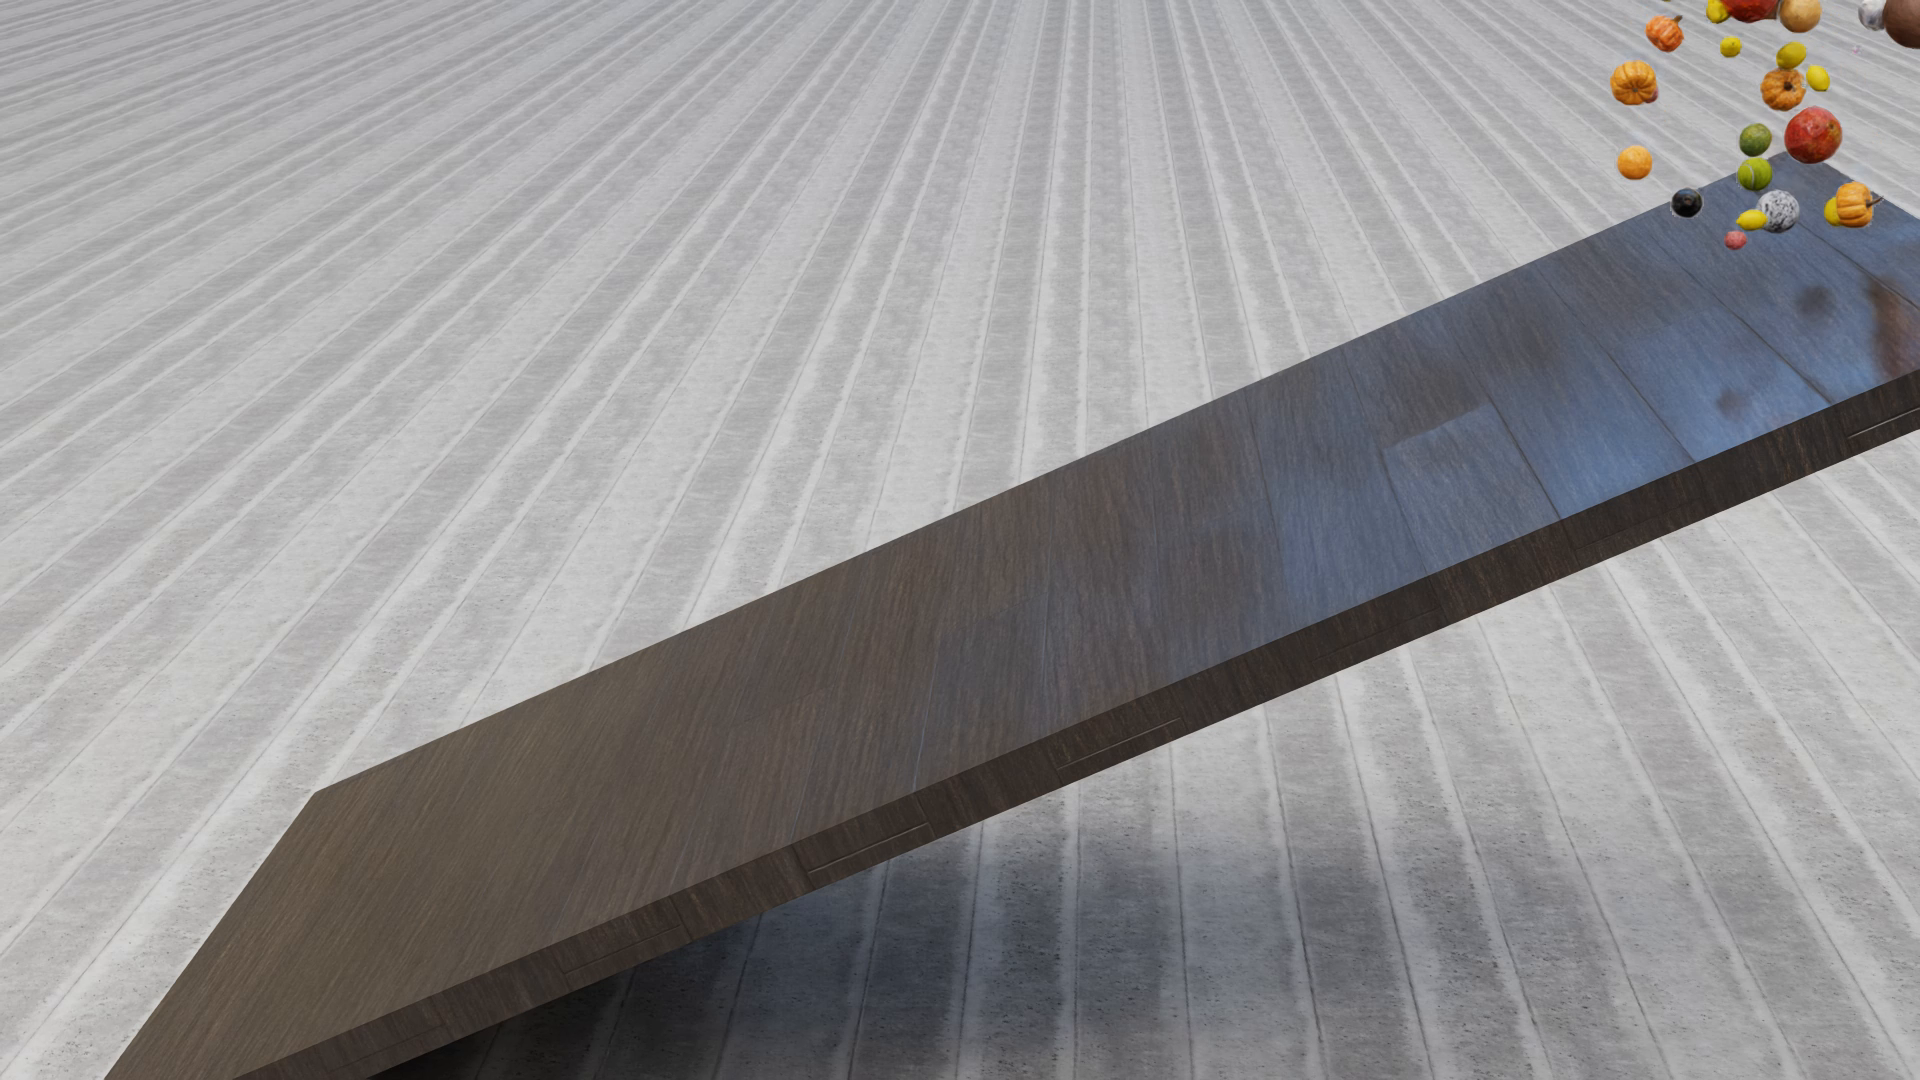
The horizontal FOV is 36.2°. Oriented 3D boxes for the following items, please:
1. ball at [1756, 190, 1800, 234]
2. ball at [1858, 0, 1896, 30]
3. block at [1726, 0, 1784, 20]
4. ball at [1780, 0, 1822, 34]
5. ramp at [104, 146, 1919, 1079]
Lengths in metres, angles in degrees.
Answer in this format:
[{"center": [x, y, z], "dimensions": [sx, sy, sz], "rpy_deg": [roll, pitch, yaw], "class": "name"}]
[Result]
[{"center": [1.662, -0.667, 5.981], "dimensions": [0.088, 0.088, 0.088], "rpy_deg": [0, 15, 0], "class": "ball"}, {"center": [1.733, -0.997, 5.562], "dimensions": [0.067, 0.067, 0.067], "rpy_deg": [0, 15, 0], "class": "ball"}, {"center": [1.584, -1.086, 5.828], "dimensions": [0.095, 0.095, 0.095], "rpy_deg": [14, 15, 20], "class": "block"}, {"center": [1.650, -1.035, 5.774], "dimensions": [0.081, 0.081, 0.081], "rpy_deg": [0, 15, 0], "class": "ball"}, {"center": [0.134, 0.169, 6.283], "dimensions": [4.000, 0.100, 2.000], "rpy_deg": [-23, 13, 9], "class": "ramp"}]
